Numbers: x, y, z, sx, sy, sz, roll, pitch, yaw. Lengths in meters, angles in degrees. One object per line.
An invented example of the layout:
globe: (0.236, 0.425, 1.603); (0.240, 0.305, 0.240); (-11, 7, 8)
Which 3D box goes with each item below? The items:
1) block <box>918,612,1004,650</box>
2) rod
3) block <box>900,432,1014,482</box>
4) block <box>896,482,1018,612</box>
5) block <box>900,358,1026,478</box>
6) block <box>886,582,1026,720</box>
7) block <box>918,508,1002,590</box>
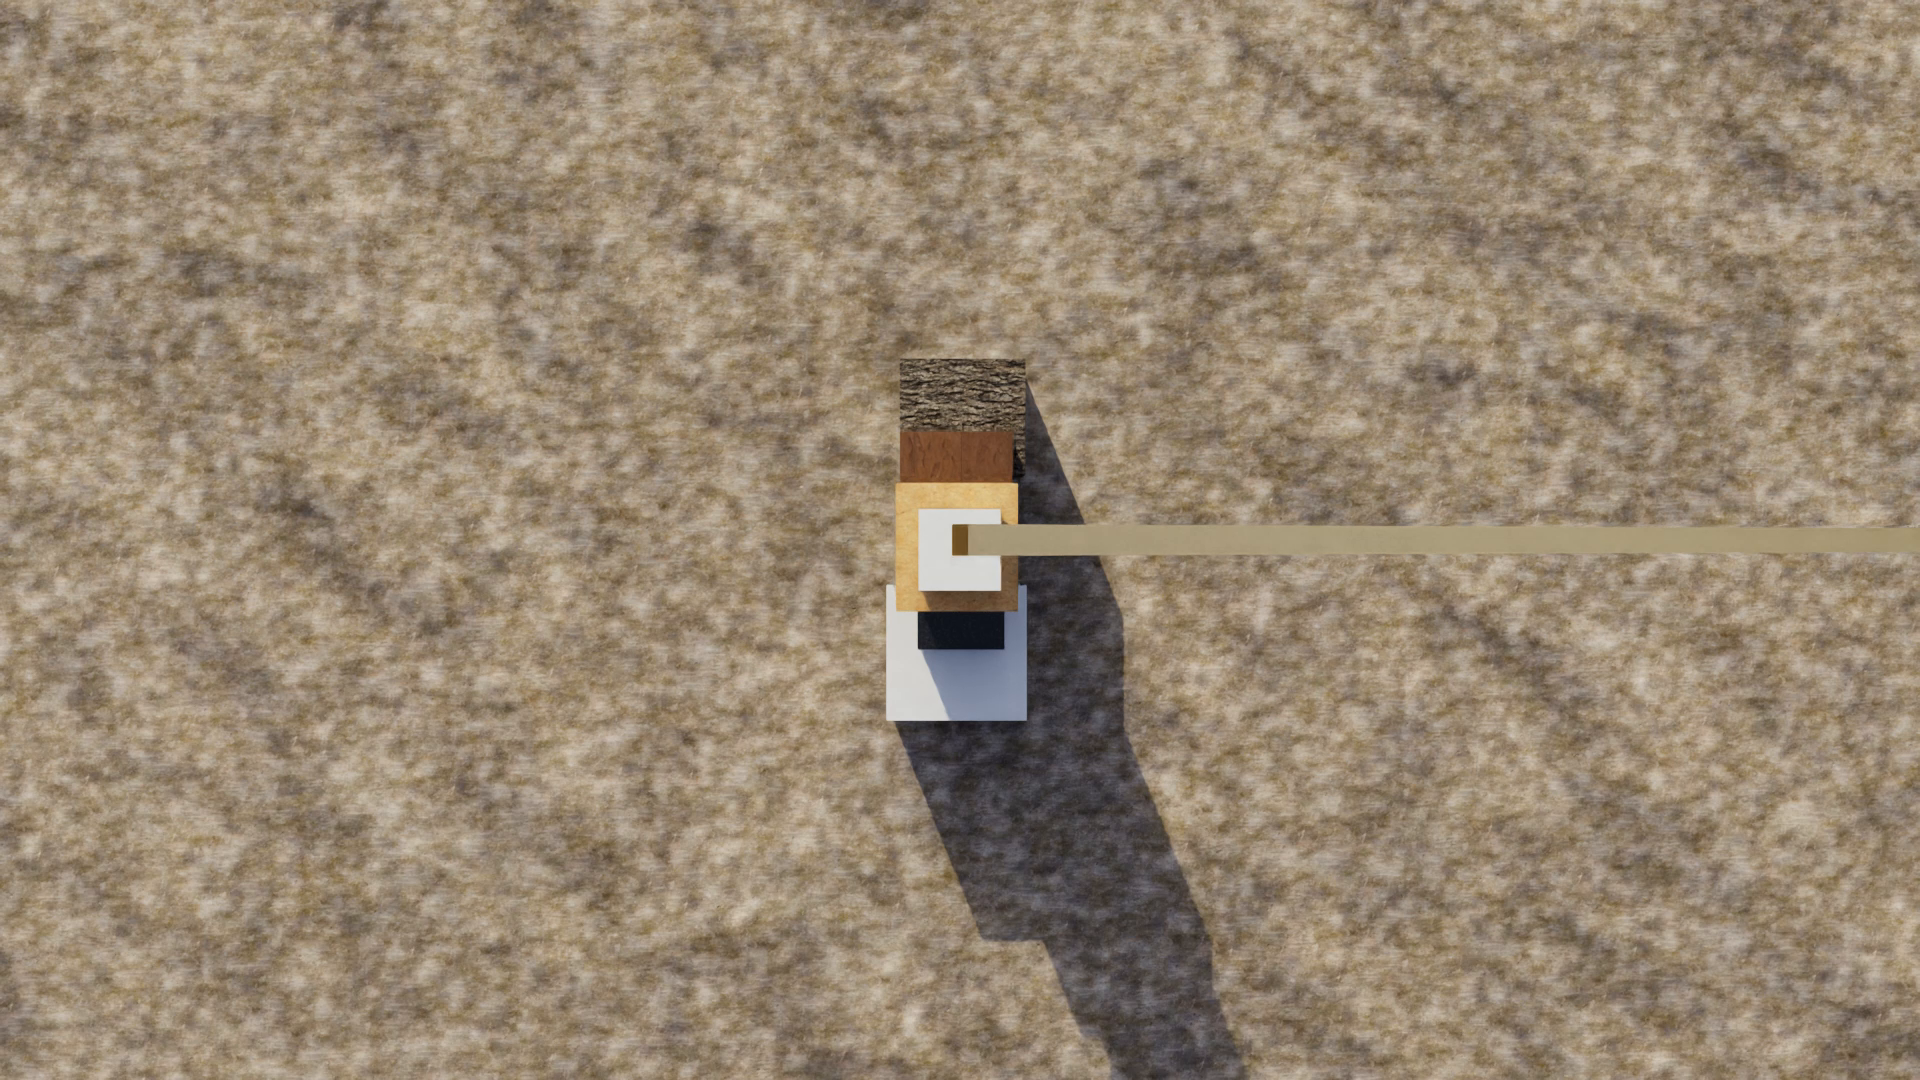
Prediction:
block: (0.005, 0.354, 12.142); (0.471, 0.459, 0.479); (0, 90, 0)
rod: (2.234, 0.000, 6.902); (5.200, 0.080, 0.080); (0, 90, -31)
block: (-0.019, -0.235, 11.970); (0.599, 0.691, 0.695); (0, 92, 0)
block: (-0.016, 0.028, 11.333); (0.613, 0.596, 0.648); (0, 92, 0)
block: (0.014, -0.693, 12.656); (0.704, 0.688, 0.646); (0, 90, 0)
block: (-0.019, 0.634, 12.686); (0.790, 0.628, 0.763); (0, 90, 0)
block: (0.000, 0.042, 10.833); (0.398, 0.405, 0.394); (0, 92, 0)
